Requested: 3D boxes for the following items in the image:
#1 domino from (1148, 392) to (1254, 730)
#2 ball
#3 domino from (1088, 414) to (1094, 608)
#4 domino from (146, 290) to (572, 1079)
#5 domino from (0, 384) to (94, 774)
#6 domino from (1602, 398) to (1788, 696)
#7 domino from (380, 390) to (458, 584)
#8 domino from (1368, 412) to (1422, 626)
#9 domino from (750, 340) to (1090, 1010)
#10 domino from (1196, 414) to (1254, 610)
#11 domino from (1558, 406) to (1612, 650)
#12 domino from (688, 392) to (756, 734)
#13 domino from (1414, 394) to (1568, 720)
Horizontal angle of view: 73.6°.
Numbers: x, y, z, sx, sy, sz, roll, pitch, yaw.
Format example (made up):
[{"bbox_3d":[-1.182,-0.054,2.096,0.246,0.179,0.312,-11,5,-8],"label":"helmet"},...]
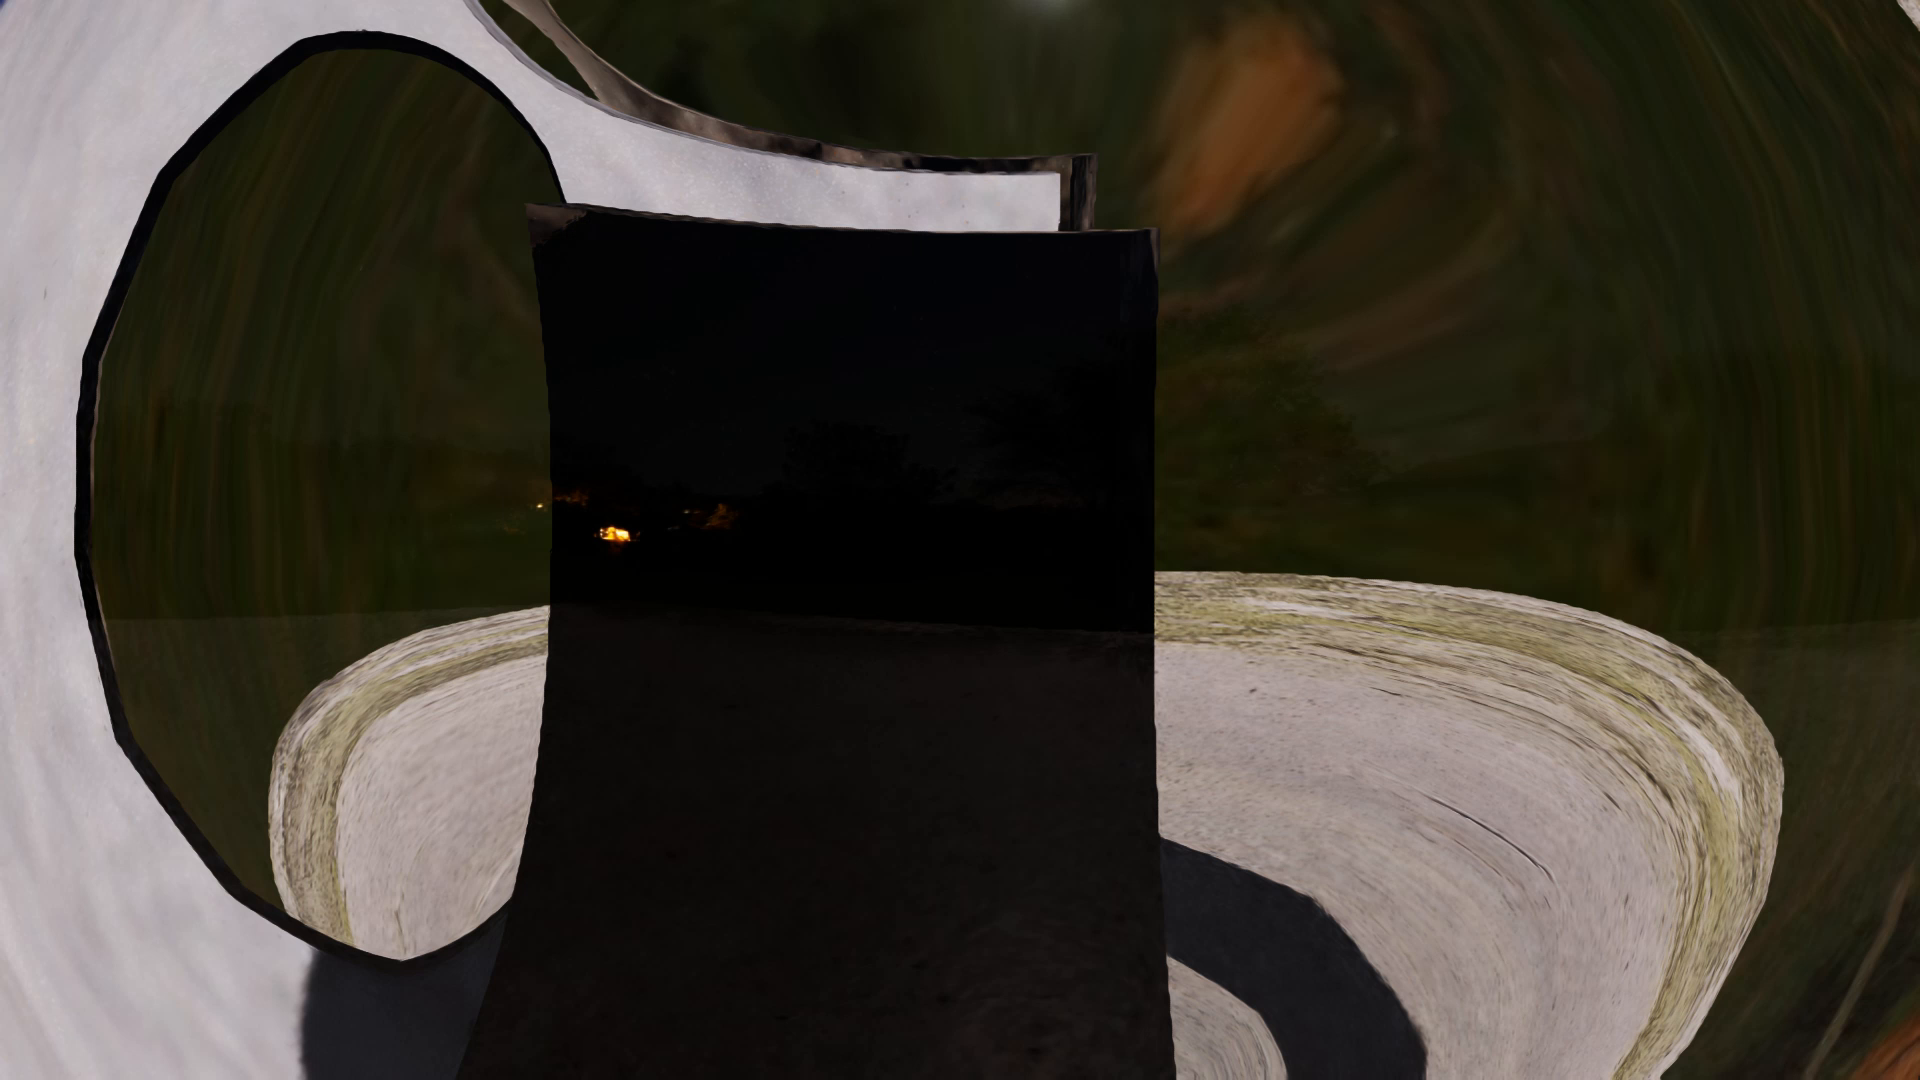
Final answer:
[{"bbox_3d":[0.037,0.002,0.202,0.009,0.050,0.025,0,4,-5],"label":"domino"},{"bbox_3d":[0.002,-0.001,0.053,0.080,0.080,0.080,0,4,0],"label":"ball"},{"bbox_3d":[0.024,-0.008,0.340,0.009,0.050,0.025,-3,5,-33],"label":"domino"},{"bbox_3d":[-0.045,0.009,0.091,0.009,0.050,0.025,-3,-38,-45],"label":"domino"},{"bbox_3d":[-0.128,0.004,0.176,0.009,0.050,0.025,-4,6,-42],"label":"domino"},{"bbox_3d":[0.130,0.001,0.227,0.025,0.050,0.009,4,6,45],"label":"domino"},{"bbox_3d":[-0.083,0.003,0.193,0.009,0.050,0.025,-1,4,-10],"label":"domino"},{"bbox_3d":[0.110,-0.006,0.311,0.009,0.050,0.025,4,6,44],"label":"domino"},{"bbox_3d":[-0.003,0.010,0.102,0.025,0.050,0.010,1,4,13],"label":"domino"},{"bbox_3d":[0.070,-0.008,0.339,0.009,0.050,0.025,2,5,24],"label":"domino"},{"bbox_3d":[0.137,-0.003,0.272,0.025,0.050,0.009,-2,5,-22],"label":"domino"},{"bbox_3d":[-0.035,0.003,0.199,0.009,0.050,0.025,0,4,-4],"label":"domino"},{"bbox_3d":[0.086,0.002,0.209,0.009,0.050,0.025,-1,4,-10],"label":"domino"}]
